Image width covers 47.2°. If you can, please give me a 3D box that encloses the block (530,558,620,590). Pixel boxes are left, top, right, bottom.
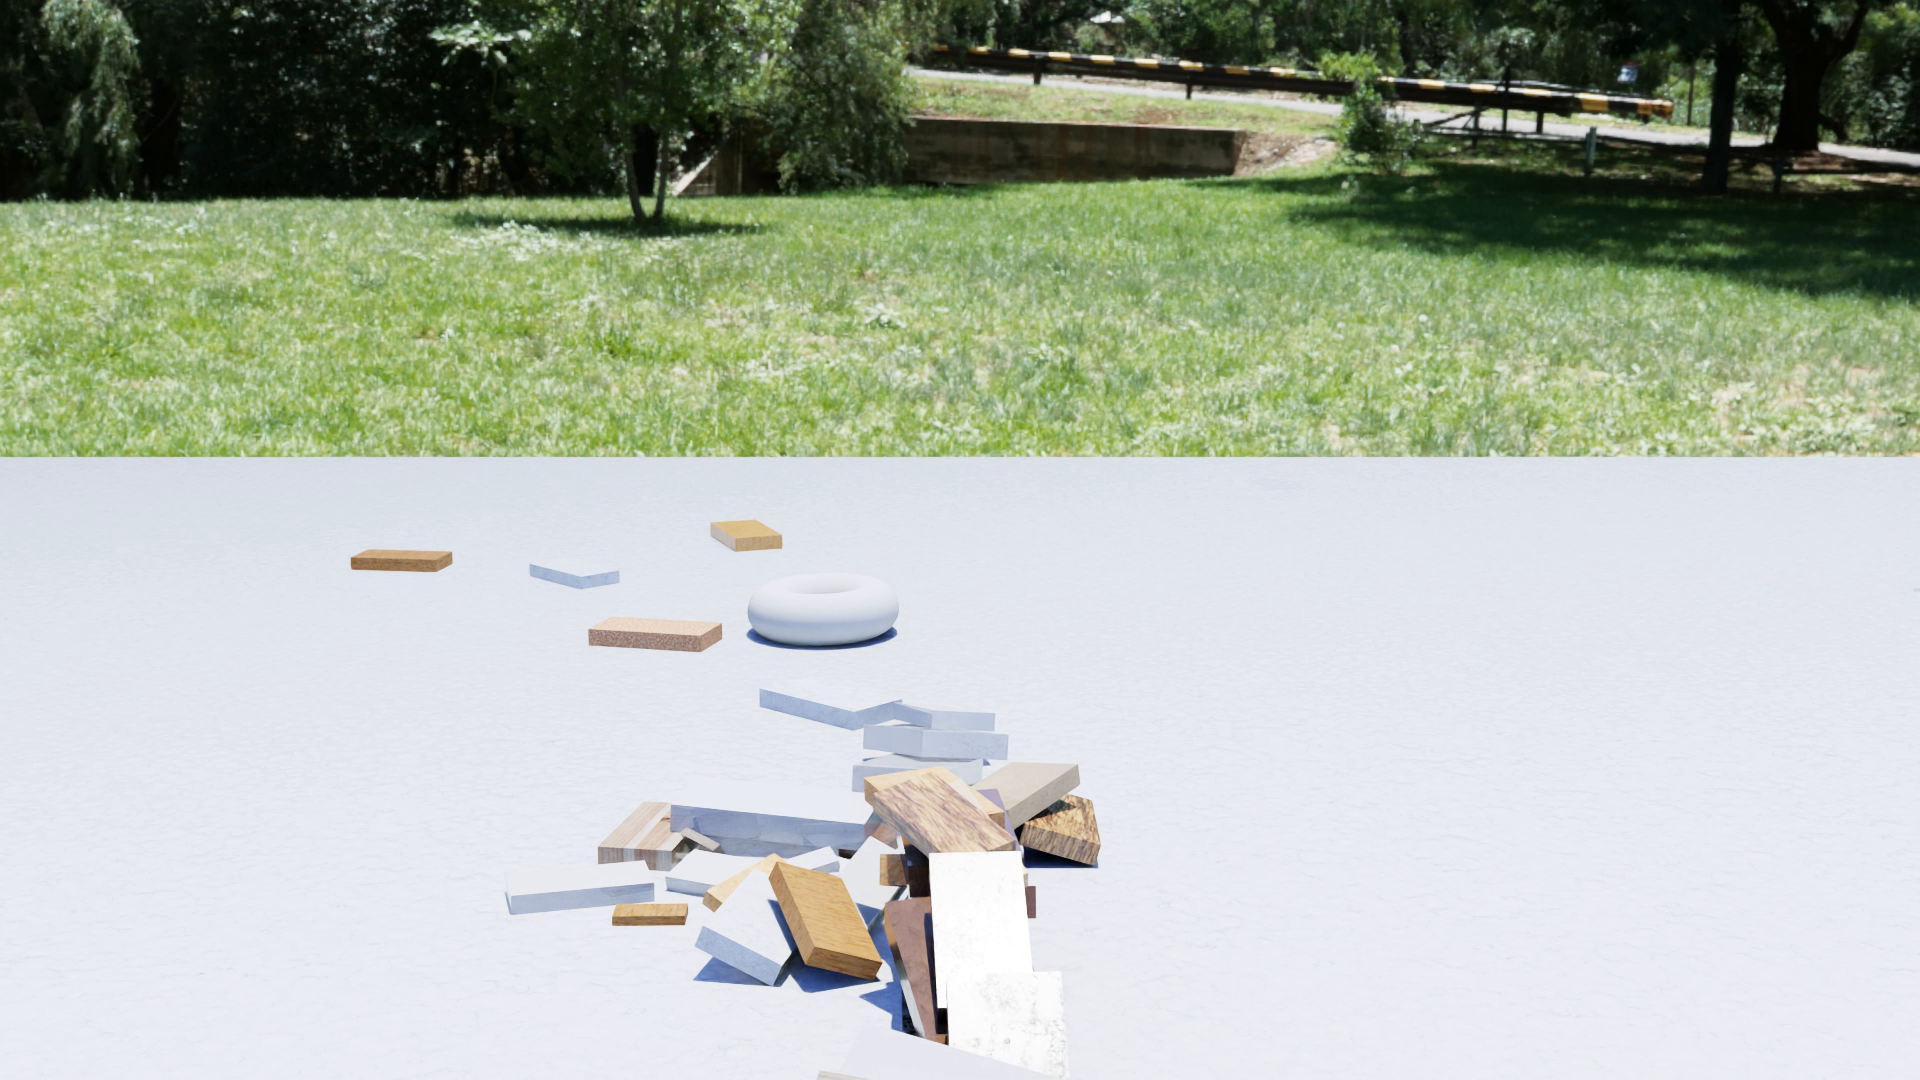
[{"bbox_3d":[-1.094,0.094,6.238,0.130,0.037,0.259,-10,14,-43],"label":"block"}]

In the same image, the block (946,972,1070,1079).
[{"bbox_3d":[0.060,0.662,2.682,0.144,0.041,0.288,0,46,-3],"label":"block"}]

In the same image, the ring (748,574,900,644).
[{"bbox_3d":[-0.345,0.174,5.565,0.385,0.128,0.385,-1,11,0],"label":"ring"}]

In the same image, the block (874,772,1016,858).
[{"bbox_3d":[-0.023,0.406,3.137,0.104,0.029,0.207,-18,33,-32],"label":"block"}]

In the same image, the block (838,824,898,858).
[{"bbox_3d":[-0.150,0.537,3.899,0.072,0.020,0.143,5,12,25],"label":"block"}]

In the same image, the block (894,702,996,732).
[{"bbox_3d":[-0.036,0.365,4.552,0.130,0.037,0.351,4,-2,-14],"label":"block"}]

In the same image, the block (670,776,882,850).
[{"bbox_3d":[-0.324,0.487,3.926,0.347,0.049,0.174,5,11,8],"label":"block"}]

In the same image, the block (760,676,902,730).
[{"bbox_3d":[-0.284,0.356,4.814,0.296,0.042,0.148,10,14,42],"label":"block"}]

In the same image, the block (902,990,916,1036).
[{"bbox_3d":[0.005,0.657,3.026,0.168,0.048,0.337,0,13,-2],"label":"block"}]

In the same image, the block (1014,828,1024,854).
[{"bbox_3d":[0.035,0.518,3.879,0.137,0.039,0.274,9,9,-3],"label":"block"}]

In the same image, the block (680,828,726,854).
[{"bbox_3d":[-0.436,0.537,3.796,0.016,0.058,0.116,-40,29,-24],"label":"block"}]

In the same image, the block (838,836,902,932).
[{"bbox_3d":[-0.163,0.576,3.568,0.092,0.026,0.406,28,15,6],"label":"block"}]

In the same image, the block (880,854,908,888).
[{"bbox_3d":[-0.016,0.531,3.517,0.169,0.048,0.337,-1,-10,8],"label":"block"}]

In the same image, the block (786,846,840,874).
[{"bbox_3d":[-0.267,0.555,3.725,0.116,0.016,0.058,-16,21,-14],"label":"block"}]

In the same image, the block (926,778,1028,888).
[{"bbox_3d":[0.003,0.439,3.180,0.104,0.029,0.207,-18,43,-21],"label":"block"}]

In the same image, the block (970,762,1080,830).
[{"bbox_3d":[0.090,0.452,3.889,0.137,0.039,0.274,-1,11,30],"label":"block"}]

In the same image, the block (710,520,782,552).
[{"bbox_3d":[-0.663,-0.015,6.810,0.148,0.042,0.296,-4,11,-21],"label":"block"}]

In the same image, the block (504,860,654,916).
[{"bbox_3d":[-0.632,0.576,3.651,0.233,0.033,0.117,-3,11,-16],"label":"block"}]

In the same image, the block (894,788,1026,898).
[{"bbox_3d":[-0.007,0.456,3.342,0.169,0.048,0.337,-3,11,-5],"label":"block"}]

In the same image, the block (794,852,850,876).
[{"bbox_3d":[-0.221,0.563,3.759,0.143,0.020,0.072,10,14,43],"label":"block"}]

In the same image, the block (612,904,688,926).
[{"bbox_3d":[-0.499,0.604,3.547,0.116,0.016,0.058,0,11,-1],"label":"block"}]

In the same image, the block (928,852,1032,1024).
[{"bbox_3d":[0.027,0.525,2.922,0.125,0.035,0.250,-1,43,-4],"label":"block"}]

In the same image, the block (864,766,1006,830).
[{"bbox_3d":[-0.042,0.408,3.374,0.132,0.037,0.265,-6,12,-20],"label":"block"}]

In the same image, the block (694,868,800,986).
[{"bbox_3d":[-0.304,0.595,3.400,0.132,0.037,0.265,26,14,6],"label":"block"}]

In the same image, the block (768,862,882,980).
[{"bbox_3d":[-0.208,0.580,3.363,0.117,0.033,0.233,19,17,-27],"label":"block"}]

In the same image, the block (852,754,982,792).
[{"bbox_3d":[-0.076,0.441,4.144,0.174,0.049,0.347,2,-1,12],"label":"block"}]

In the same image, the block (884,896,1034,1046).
[{"bbox_3d":[0.014,0.597,2.937,0.168,0.048,0.337,-5,30,-12],"label":"block"}]

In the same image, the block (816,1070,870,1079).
[{"bbox_3d":[-0.038,0.698,2.543,0.300,0.033,0.117,6,49,18],"label":"block"}]

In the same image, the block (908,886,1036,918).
[{"bbox_3d":[0.014,0.558,3.389,0.169,0.048,0.337,1,-9,-4],"label":"block"}]

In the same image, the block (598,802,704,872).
[{"bbox_3d":[-0.538,0.525,3.914,0.132,0.037,0.265,2,11,9],"label":"block"}]

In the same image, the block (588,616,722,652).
[{"bbox_3d":[-0.757,0.234,5.471,0.296,0.042,0.148,3,11,14],"label":"block"}]

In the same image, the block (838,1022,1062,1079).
[{"bbox_3d":[0.011,0.683,2.596,0.337,0.041,0.144,11,51,22],"label":"block"}]

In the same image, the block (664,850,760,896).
[{"bbox_3d":[-0.390,0.565,3.680,0.184,0.026,0.092,5,24,26],"label":"block"}]

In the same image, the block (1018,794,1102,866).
[{"bbox_3d":[0.172,0.502,3.921,0.137,0.039,0.275,16,9,-3],"label":"block"}]

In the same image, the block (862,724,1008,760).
[{"bbox_3d":[-0.052,0.396,4.314,0.174,0.049,0.347,5,-4,-21],"label":"block"}]

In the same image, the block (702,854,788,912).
[{"bbox_3d":[-0.324,0.573,3.561,0.092,0.026,0.184,33,27,21],"label":"block"}]

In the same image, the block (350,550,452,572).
[{"bbox_3d":[-1.630,0.060,6.422,0.259,0.037,0.130,2,11,8],"label":"block"}]
